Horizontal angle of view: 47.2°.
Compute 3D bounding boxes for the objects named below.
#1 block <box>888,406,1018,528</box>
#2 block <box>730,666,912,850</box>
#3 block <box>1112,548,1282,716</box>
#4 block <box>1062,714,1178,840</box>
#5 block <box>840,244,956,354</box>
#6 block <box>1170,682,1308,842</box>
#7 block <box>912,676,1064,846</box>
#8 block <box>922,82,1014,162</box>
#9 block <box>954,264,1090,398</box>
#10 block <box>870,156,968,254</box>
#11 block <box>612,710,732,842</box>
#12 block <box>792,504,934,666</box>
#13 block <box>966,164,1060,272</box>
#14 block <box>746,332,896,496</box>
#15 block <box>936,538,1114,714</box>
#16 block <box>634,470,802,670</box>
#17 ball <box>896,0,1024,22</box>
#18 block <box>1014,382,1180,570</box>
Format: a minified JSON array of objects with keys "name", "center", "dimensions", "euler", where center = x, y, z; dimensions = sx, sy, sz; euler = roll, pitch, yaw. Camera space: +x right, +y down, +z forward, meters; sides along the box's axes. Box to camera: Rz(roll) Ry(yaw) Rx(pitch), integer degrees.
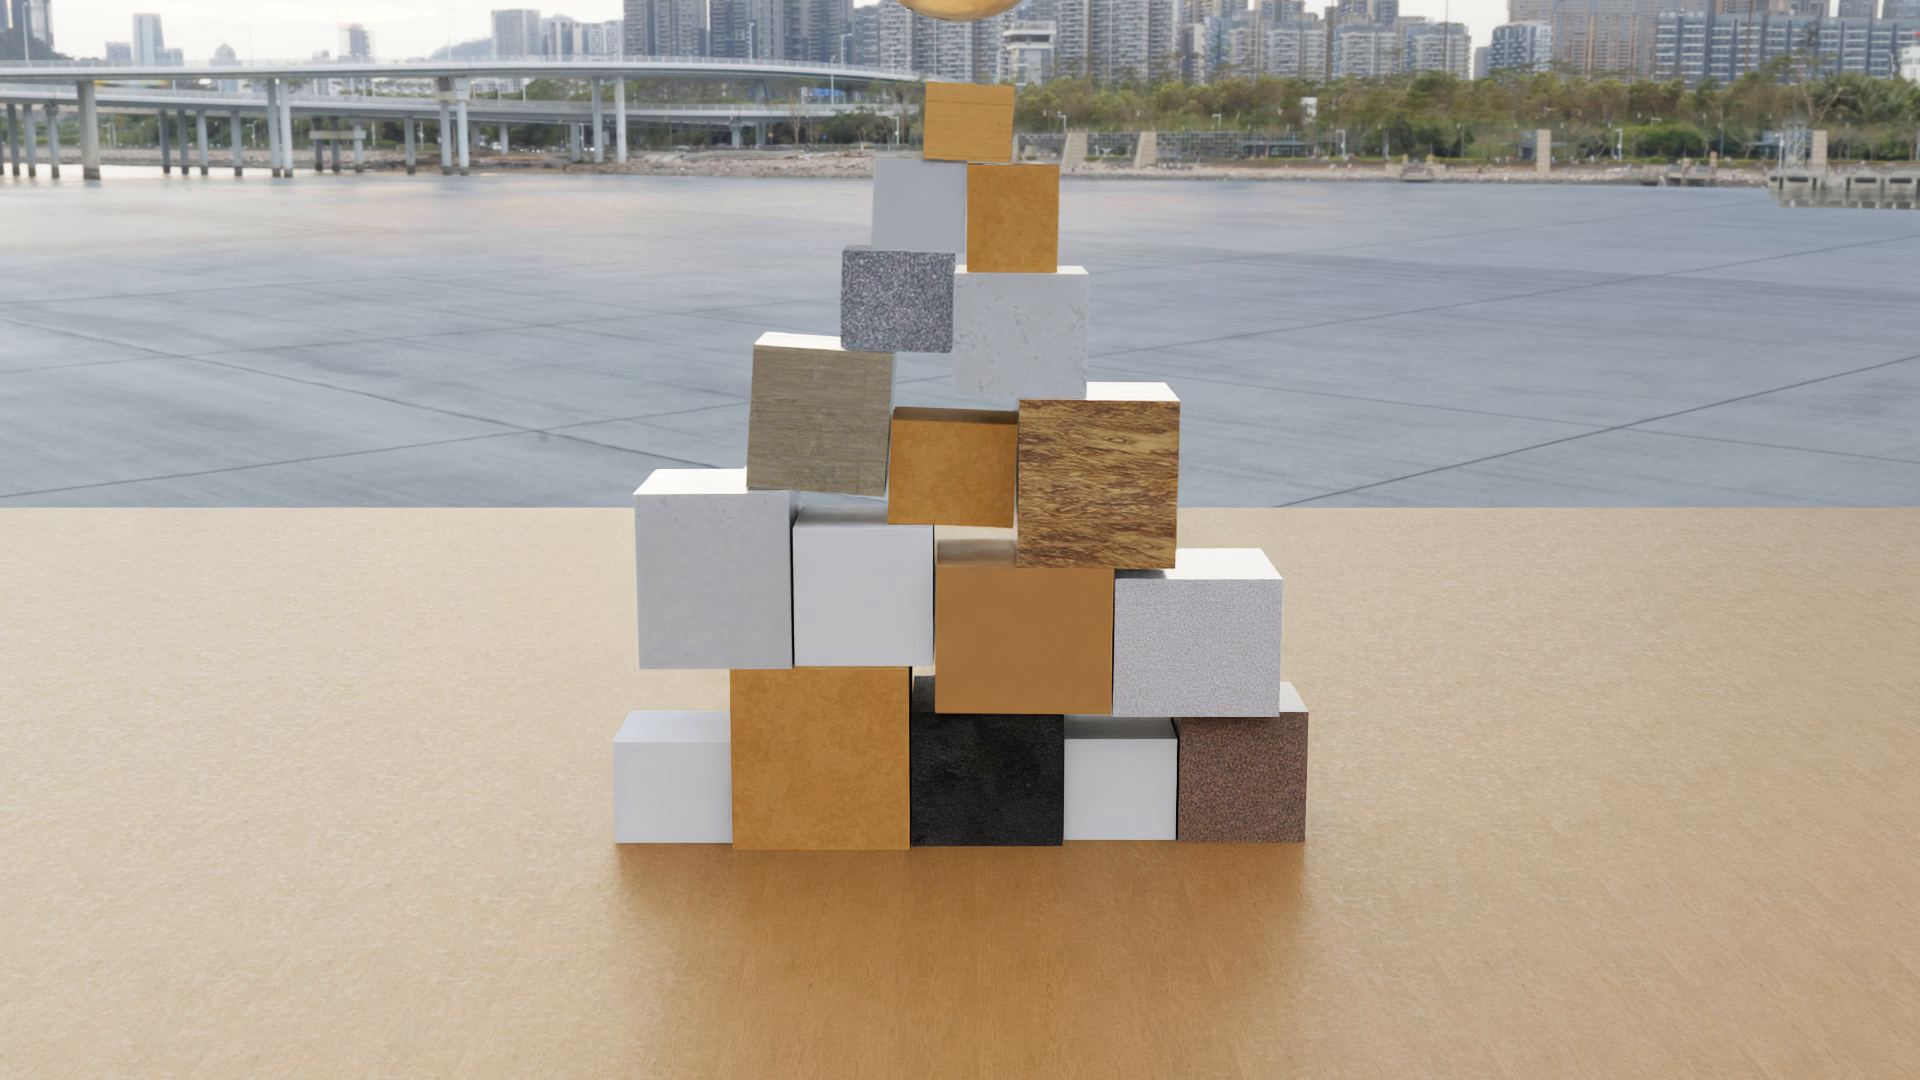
[{"name":"block","center":[-0.037,-0.375,11.131],"dimensions":[0.624,0.516,0.559],"euler":[2,10,0]},{"name":"block","center":[-0.696,1.020,11.365],"dimensions":[0.886,0.928,0.860],"euler":[0,10,0]},{"name":"block","center":[1.173,0.461,11.268],"dimensions":[0.826,0.696,0.823],"euler":[0,10,0]},{"name":"block","center":[0.812,1.213,11.415],"dimensions":[0.568,0.528,0.567],"euler":[0,10,0]},{"name":"block","center":[-0.305,-1.209,10.976],"dimensions":[0.547,0.482,0.581],"euler":[2,10,0]},{"name":"block","center":[1.427,1.141,11.383],"dimensions":[0.642,0.683,0.621],"euler":[0,10,0]},{"name":"block","center":[0.137,1.132,11.391],"dimensions":[0.760,0.697,0.762],"euler":[0,10,0]},{"name":"block","center":[0.041,-2.048,10.793],"dimensions":[0.423,0.365,0.431],"euler":[3,10,-1]},{"name":"block","center":[0.296,-1.051,11.002],"dimensions":[0.650,0.601,0.692],"euler":[1,10,0]},{"name":"block","center":[-0.198,-1.658,10.869],"dimensions":[0.456,0.446,0.403],"euler":[2,10,0]},{"name":"block","center":[-1.448,1.218,11.392],"dimensions":[0.599,0.527,0.624],"euler":[0,10,0]},{"name":"block","center":[-0.477,0.222,11.214],"dimensions":[0.688,0.696,0.705],"euler":[0,10,0]},{"name":"block","center":[0.256,-1.596,10.874],"dimensions":[0.442,0.516,0.433],"euler":[1,10,0]},{"name":"block","center":[-0.688,-0.642,11.079],"dimensions":[0.681,0.703,0.673],"euler":[4,10,-1]},{"name":"block","center":[0.317,0.428,11.245],"dimensions":[0.873,0.737,0.802],"euler":[1,10,0]},{"name":"block","center":[-1.211,0.134,11.186],"dimensions":[0.755,0.879,0.806],"euler":[0,10,0]},{"name":"ball","center":[0.000,-4.484,15.554],"dimensions":[1.600,1.600,1.600],"euler":[0,10,0]},{"name":"block","center":[0.673,-0.340,11.110],"dimensions":[0.777,0.830,0.805],"euler":[1,10,0]}]
